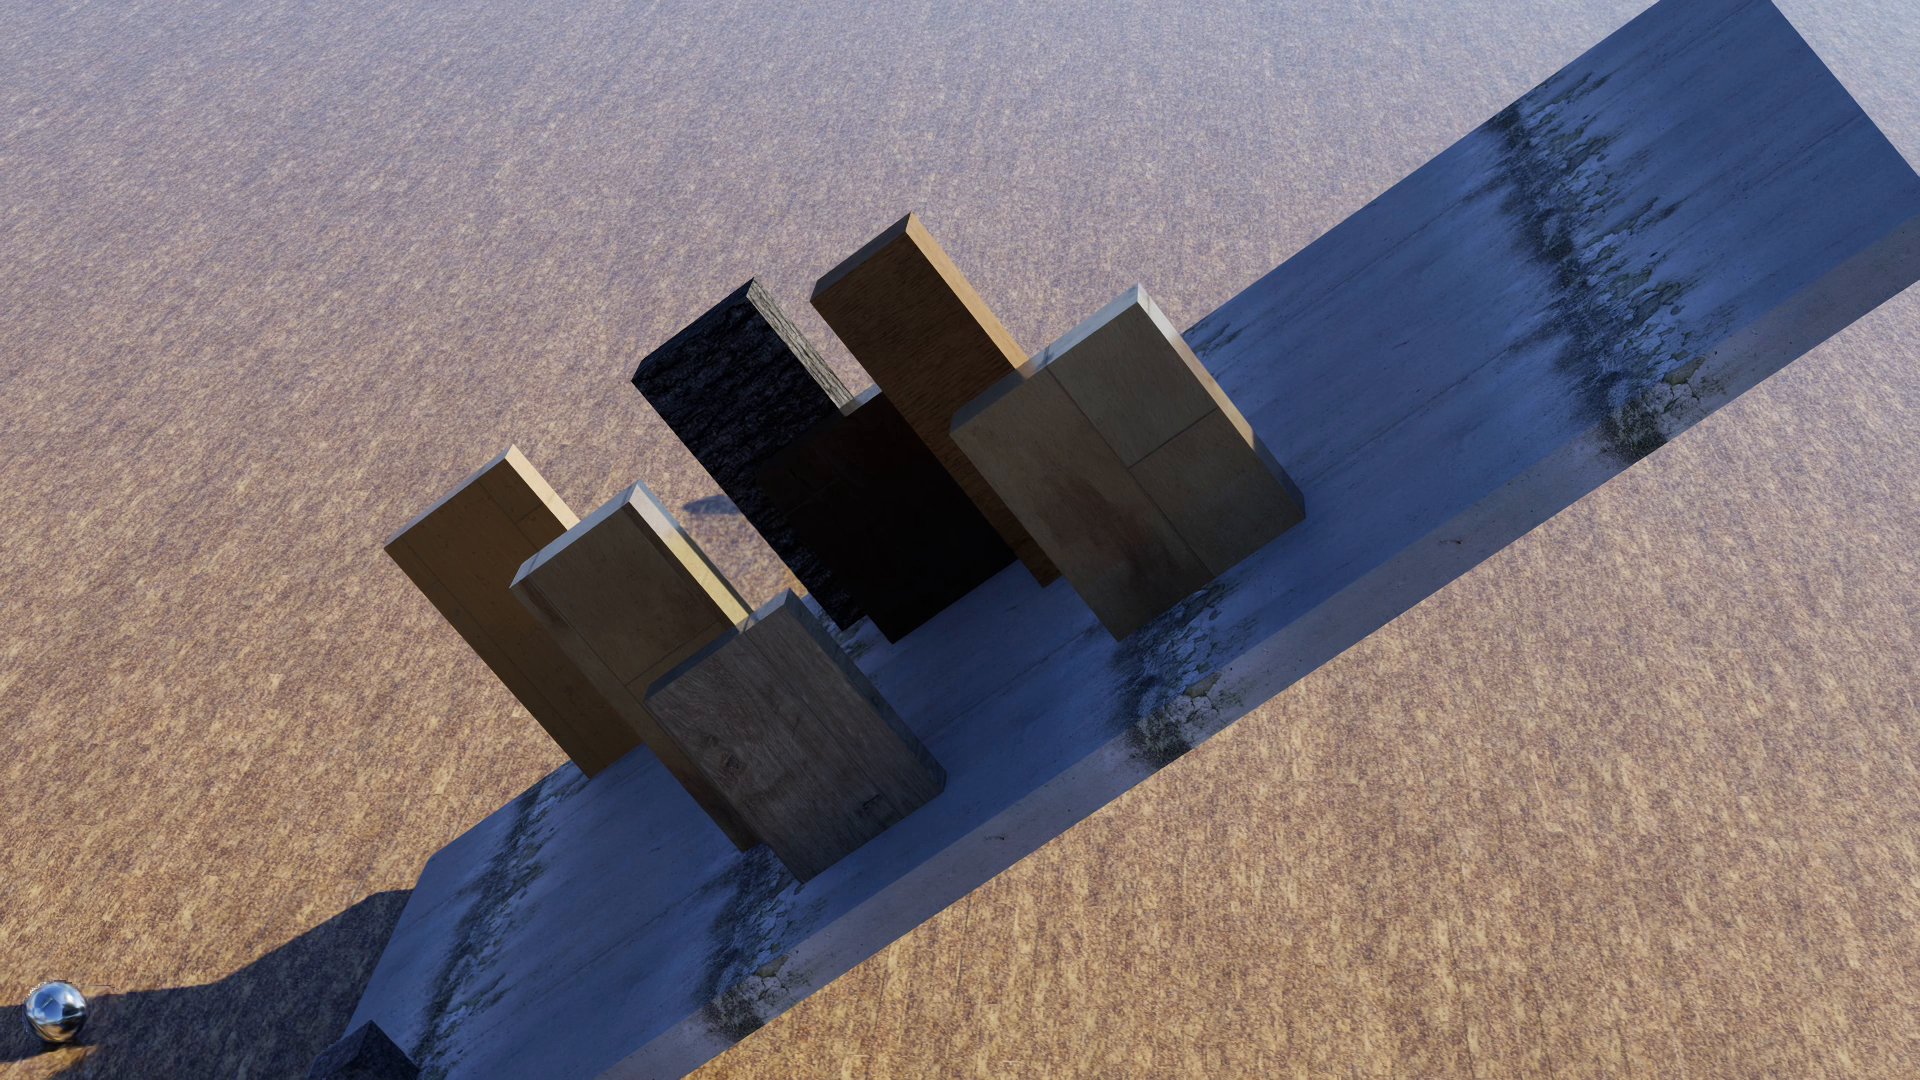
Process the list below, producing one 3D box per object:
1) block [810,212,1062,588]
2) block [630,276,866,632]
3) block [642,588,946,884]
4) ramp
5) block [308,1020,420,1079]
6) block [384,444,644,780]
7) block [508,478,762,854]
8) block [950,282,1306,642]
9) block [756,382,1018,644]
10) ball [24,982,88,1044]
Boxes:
[{"bbox_3d":[0.038,-0.289,6.166,0.252,0.794,0.143,-35,16,17],"label":"block"},{"bbox_3d":[-0.376,-0.196,6.879,0.346,0.781,0.147,-35,16,17],"label":"block"},{"bbox_3d":[-0.317,0.382,5.677,0.352,0.489,0.080,-35,16,17],"label":"block"},{"bbox_3d":[0.127,0.180,6.326,4.000,0.100,2.000,-35,16,17],"label":"ramp"},{"bbox_3d":[-1.288,1.169,6.328,0.159,0.159,0.159,-36,16,12],"label":"block"},{"bbox_3d":[-1.009,0.184,7.272,0.401,0.780,0.095,-35,16,17],"label":"block"},{"bbox_3d":[-0.552,0.265,6.058,0.322,0.748,0.127,-35,16,17],"label":"block"},{"bbox_3d":[0.320,-0.143,5.599,0.441,0.534,0.116,-35,16,17],"label":"block"},{"bbox_3d":[-0.127,-0.086,6.545,0.435,0.490,0.109,-35,16,17],"label":"block"},{"bbox_3d":[-2.186,1.143,7.113,0.146,0.146,0.146,0,23,0],"label":"ball"}]
